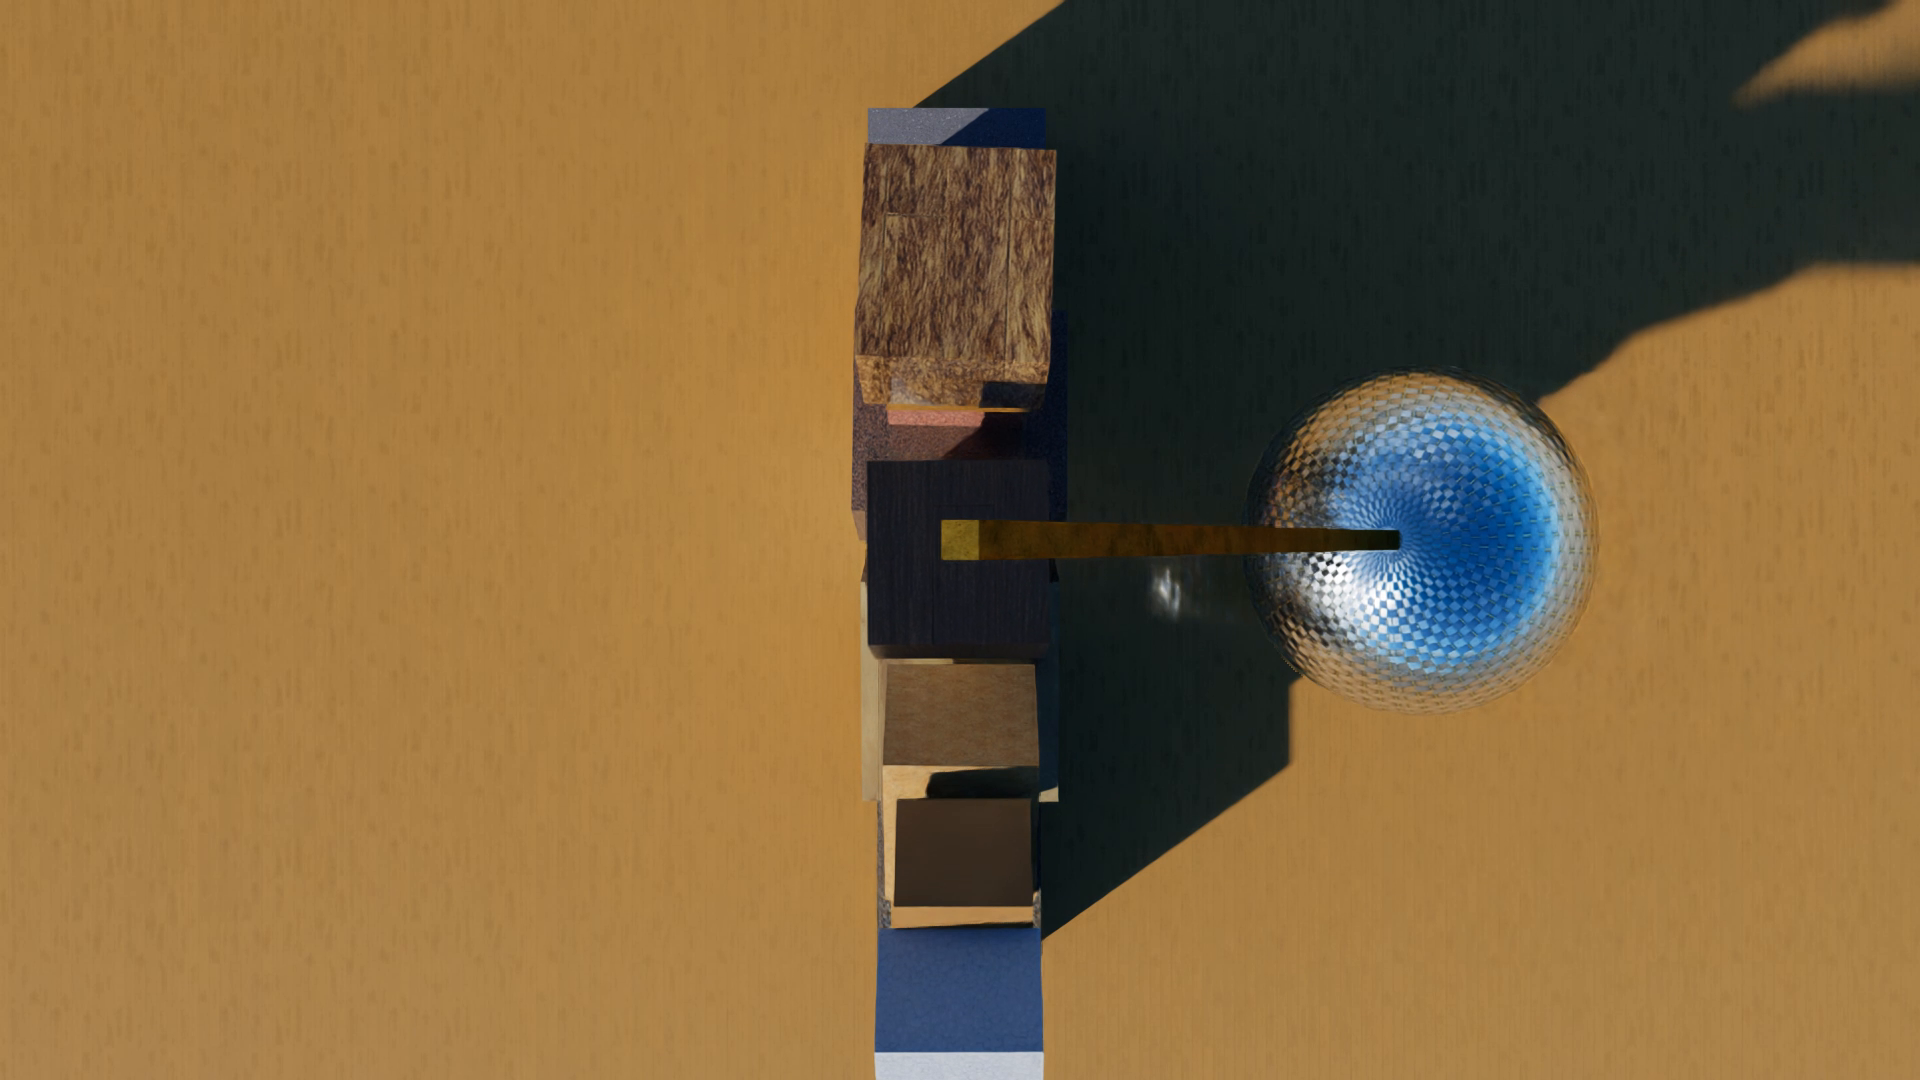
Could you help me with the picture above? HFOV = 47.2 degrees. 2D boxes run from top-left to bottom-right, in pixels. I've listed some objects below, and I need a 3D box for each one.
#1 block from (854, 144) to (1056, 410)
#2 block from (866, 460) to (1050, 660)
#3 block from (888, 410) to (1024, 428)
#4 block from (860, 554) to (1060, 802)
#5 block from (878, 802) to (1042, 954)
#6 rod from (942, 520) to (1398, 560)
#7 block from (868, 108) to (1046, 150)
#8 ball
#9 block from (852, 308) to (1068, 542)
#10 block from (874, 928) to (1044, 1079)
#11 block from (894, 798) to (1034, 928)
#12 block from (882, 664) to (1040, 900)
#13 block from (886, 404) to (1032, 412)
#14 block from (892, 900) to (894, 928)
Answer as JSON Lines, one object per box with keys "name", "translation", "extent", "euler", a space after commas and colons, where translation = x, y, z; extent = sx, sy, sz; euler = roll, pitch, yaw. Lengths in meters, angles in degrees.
{"name": "block", "translation": [-0.014, -1.082, 9.191], "extent": [0.774, 0.827, 0.879], "euler": [2, 80, 0]}
{"name": "block", "translation": [-0.006, 0.092, 9.090], "extent": [0.723, 0.684, 0.739], "euler": [-1, 82, 0]}
{"name": "block", "translation": [-0.014, -0.981, 10.699], "extent": [0.663, 0.687, 0.717], "euler": [1, 80, 0]}
{"name": "block", "translation": [0.000, 0.674, 11.448], "extent": [0.986, 1.006, 1.121], "euler": [0, 100, 0]}
{"name": "block", "translation": [-0.004, 1.905, 12.565], "extent": [0.905, 0.869, 0.977], "euler": [0, 90, 0]}
{"name": "rod", "translation": [0.899, 0.000, 6.786], "extent": [0.080, 5.200, 0.080], "euler": [0, 90, 20]}
{"name": "block", "translation": [-0.019, -1.944, 12.593], "extent": [0.985, 0.815, 0.900], "euler": [0, 90, 0]}
{"name": "ball", "translation": [2.074, 0.000, 9.976], "extent": [1.600, 1.600, 1.600], "euler": [0, 90, 0]}
{"name": "block", "translation": [0.001, -0.576, 11.435], "extent": [1.073, 0.900, 1.035], "euler": [0, 80, 0]}
{"name": "block", "translation": [0.000, 2.126, 9.581], "extent": [0.706, 0.602, 0.620], "euler": [0, 45, 1]}
{"name": "block", "translation": [0.015, 1.605, 9.913], "extent": [0.601, 0.659, 0.587], "euler": [0, 45, 0]}
{"name": "block", "translation": [0.005, 1.150, 10.499], "extent": [0.712, 0.769, 0.811], "euler": [0, 123, 0]}
{"name": "block", "translation": [0.002, -1.020, 9.978], "extent": [0.676, 0.747, 0.716], "euler": [1, 80, 0]}
{"name": "block", "translation": [0.005, 1.642, 11.746], "extent": [0.724, 0.656, 0.767], "euler": [0, 99, 0]}
